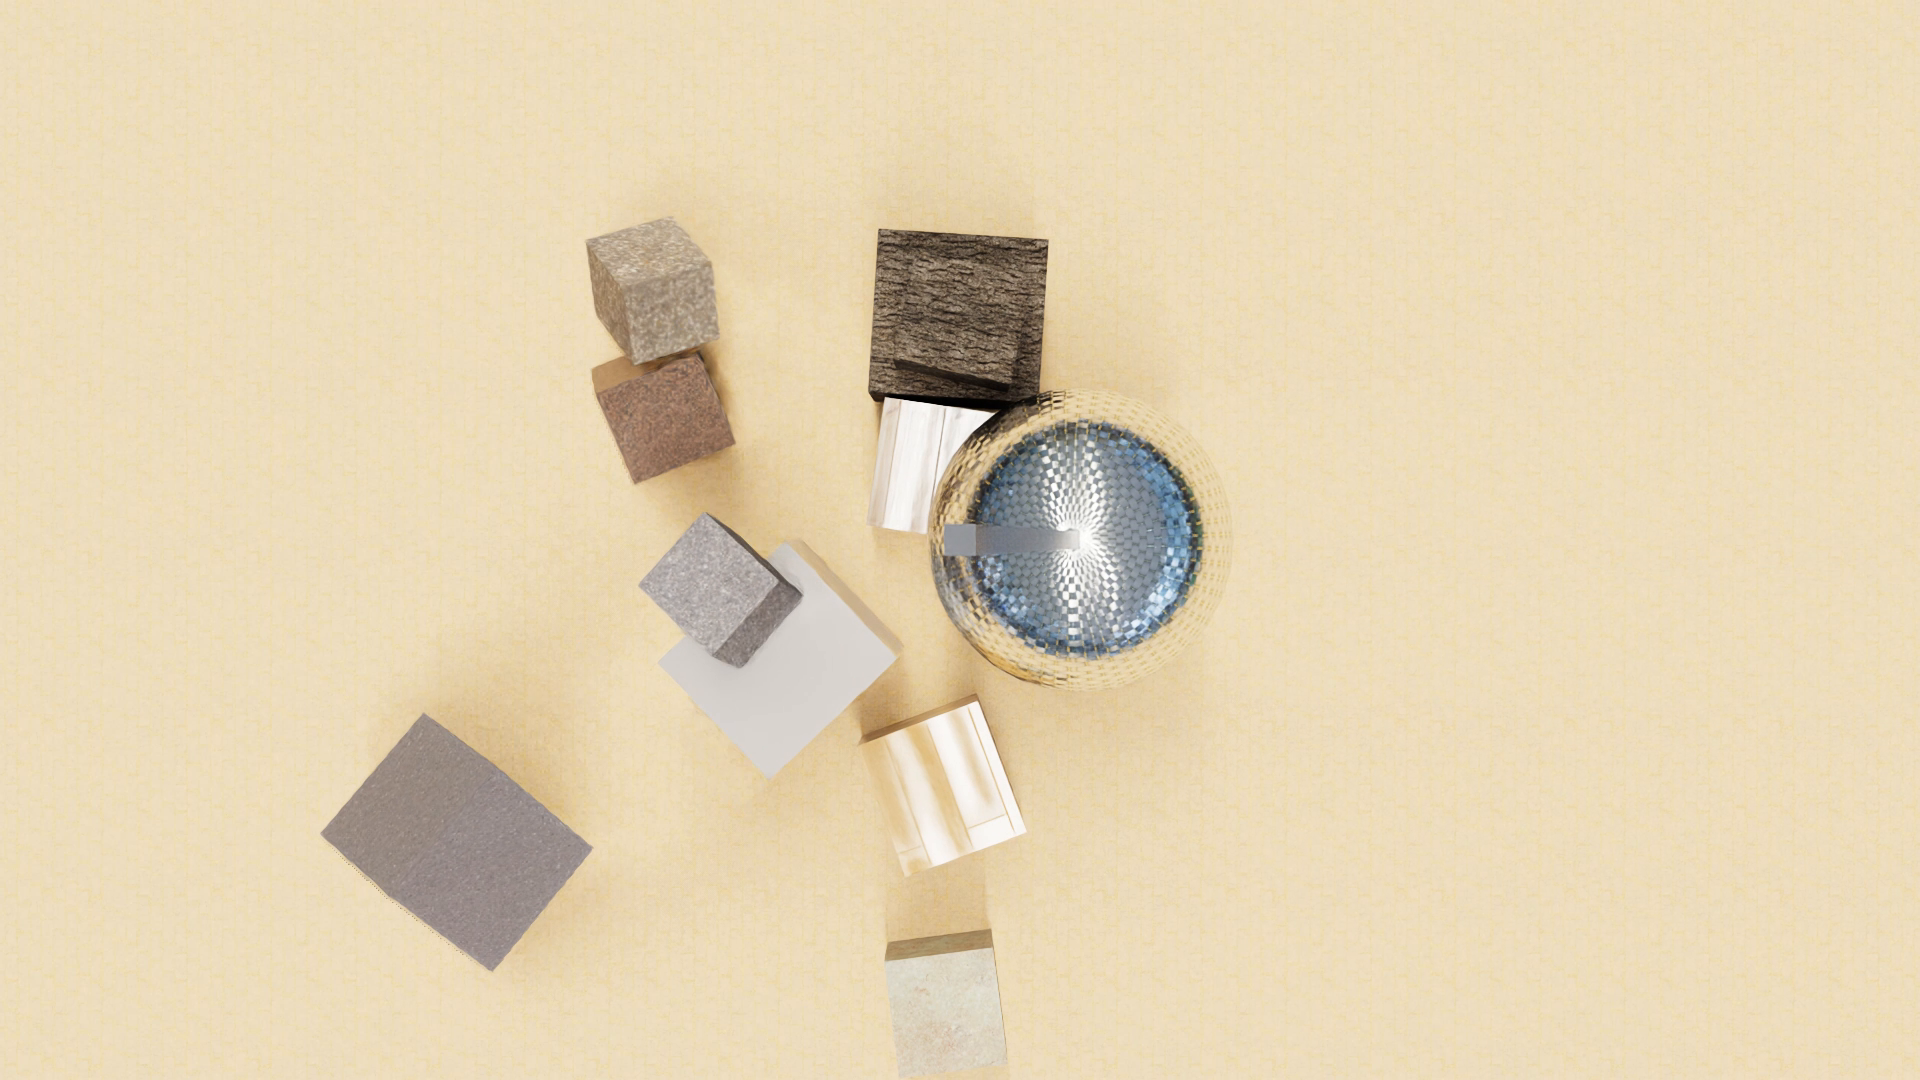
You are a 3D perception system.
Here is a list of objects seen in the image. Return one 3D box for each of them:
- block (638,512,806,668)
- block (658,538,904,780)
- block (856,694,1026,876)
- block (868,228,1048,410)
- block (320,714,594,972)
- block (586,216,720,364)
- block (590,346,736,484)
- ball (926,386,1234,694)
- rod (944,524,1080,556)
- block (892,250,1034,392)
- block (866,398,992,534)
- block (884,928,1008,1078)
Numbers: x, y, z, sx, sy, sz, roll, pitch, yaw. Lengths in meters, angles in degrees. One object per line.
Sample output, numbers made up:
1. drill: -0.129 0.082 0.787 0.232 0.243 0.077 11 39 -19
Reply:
1. block: -1.266 0.274 11.711 0.568 0.509 0.526 42 90 16
2. block: -0.988 0.651 12.482 0.964 1.022 0.885 -43 90 1
3. block: -0.103 1.397 12.664 0.725 0.672 0.784 -20 90 0
4. block: -0.009 -1.238 12.563 0.944 0.875 0.902 4 90 0
5. block: -2.809 1.684 12.299 0.869 0.867 0.881 -51 131 -14
6. block: -1.703 -1.388 12.195 0.517 0.566 0.497 -20 133 -21
7. block: -1.706 -0.770 12.625 0.620 0.527 0.580 -22 113 -4
8. ball: 0.626 0.000 11.492 1.600 1.600 1.600 0 90 0
9. rod: 0.271 0.000 8.110 0.080 5.200 0.080 0 90 6
10. block: 0.018 -1.165 11.800 0.631 0.650 0.584 12 90 0
11. block: -0.104 -0.383 12.589 0.736 0.821 0.715 8 90 0
12. block: -0.078 2.665 12.696 0.618 0.608 0.663 -7 90 0
